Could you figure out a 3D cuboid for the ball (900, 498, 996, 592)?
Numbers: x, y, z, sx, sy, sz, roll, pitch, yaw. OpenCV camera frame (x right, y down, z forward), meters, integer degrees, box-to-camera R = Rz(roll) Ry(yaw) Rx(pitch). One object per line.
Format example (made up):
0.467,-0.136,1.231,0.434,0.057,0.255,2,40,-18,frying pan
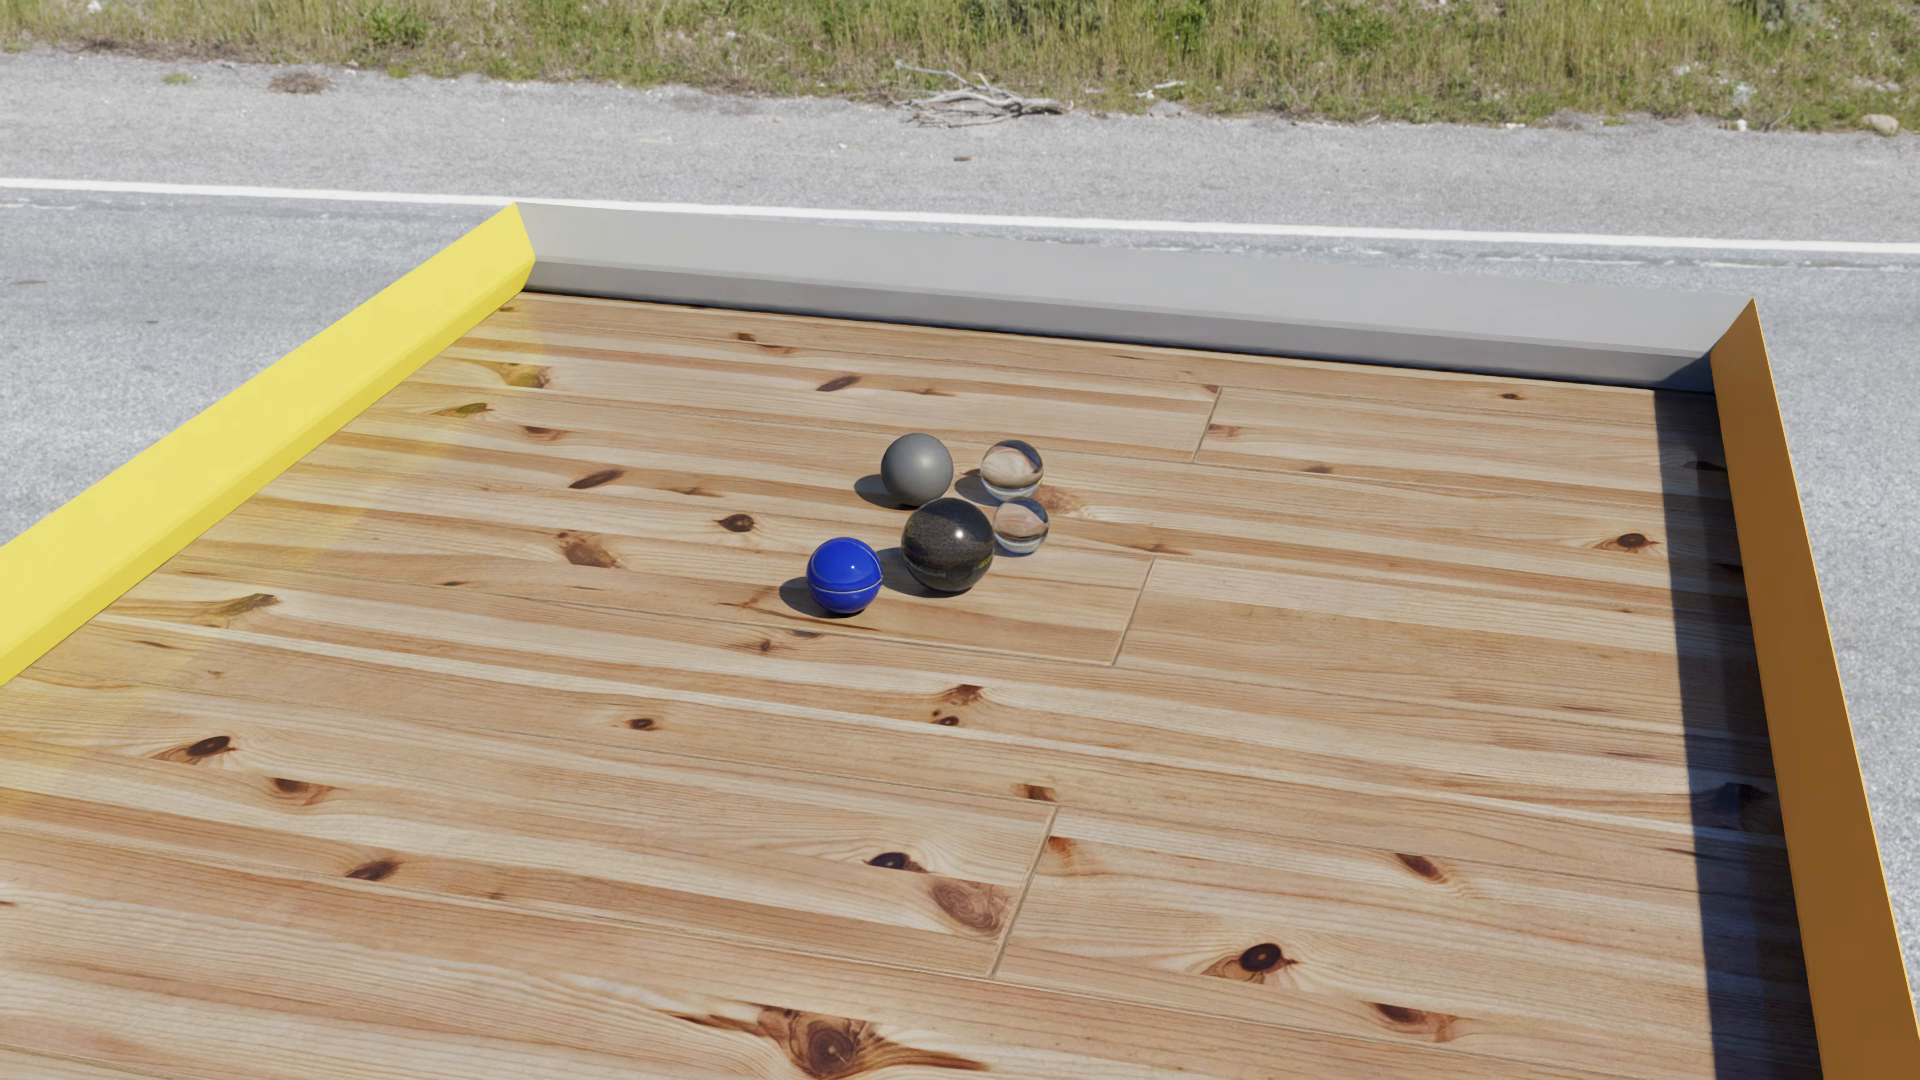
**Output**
-0.012,0.005,2.218,0.096,0.096,0.096,0,26,0,ball

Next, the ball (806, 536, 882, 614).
-0.115,0.035,2.177,0.077,0.077,0.077,0,26,0,ball

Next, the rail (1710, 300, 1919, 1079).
0.590,0.361,1.436,0.045,0.125,2.877,6,26,13,rail

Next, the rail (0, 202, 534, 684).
-0.940,0.195,1.783,0.045,0.125,2.877,6,26,13,rail

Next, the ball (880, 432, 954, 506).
-0.047,-0.077,2.408,0.080,0.080,0.080,0,26,0,ball

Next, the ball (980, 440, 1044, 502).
0.057,-0.075,2.415,0.071,0.071,0.071,0,26,0,ball

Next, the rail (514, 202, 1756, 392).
0.170,-0.313,2.848,1.625,0.125,0.045,6,26,13,rail

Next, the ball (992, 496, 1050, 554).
0.064,-0.016,2.302,0.061,0.061,0.061,0,26,0,ball
